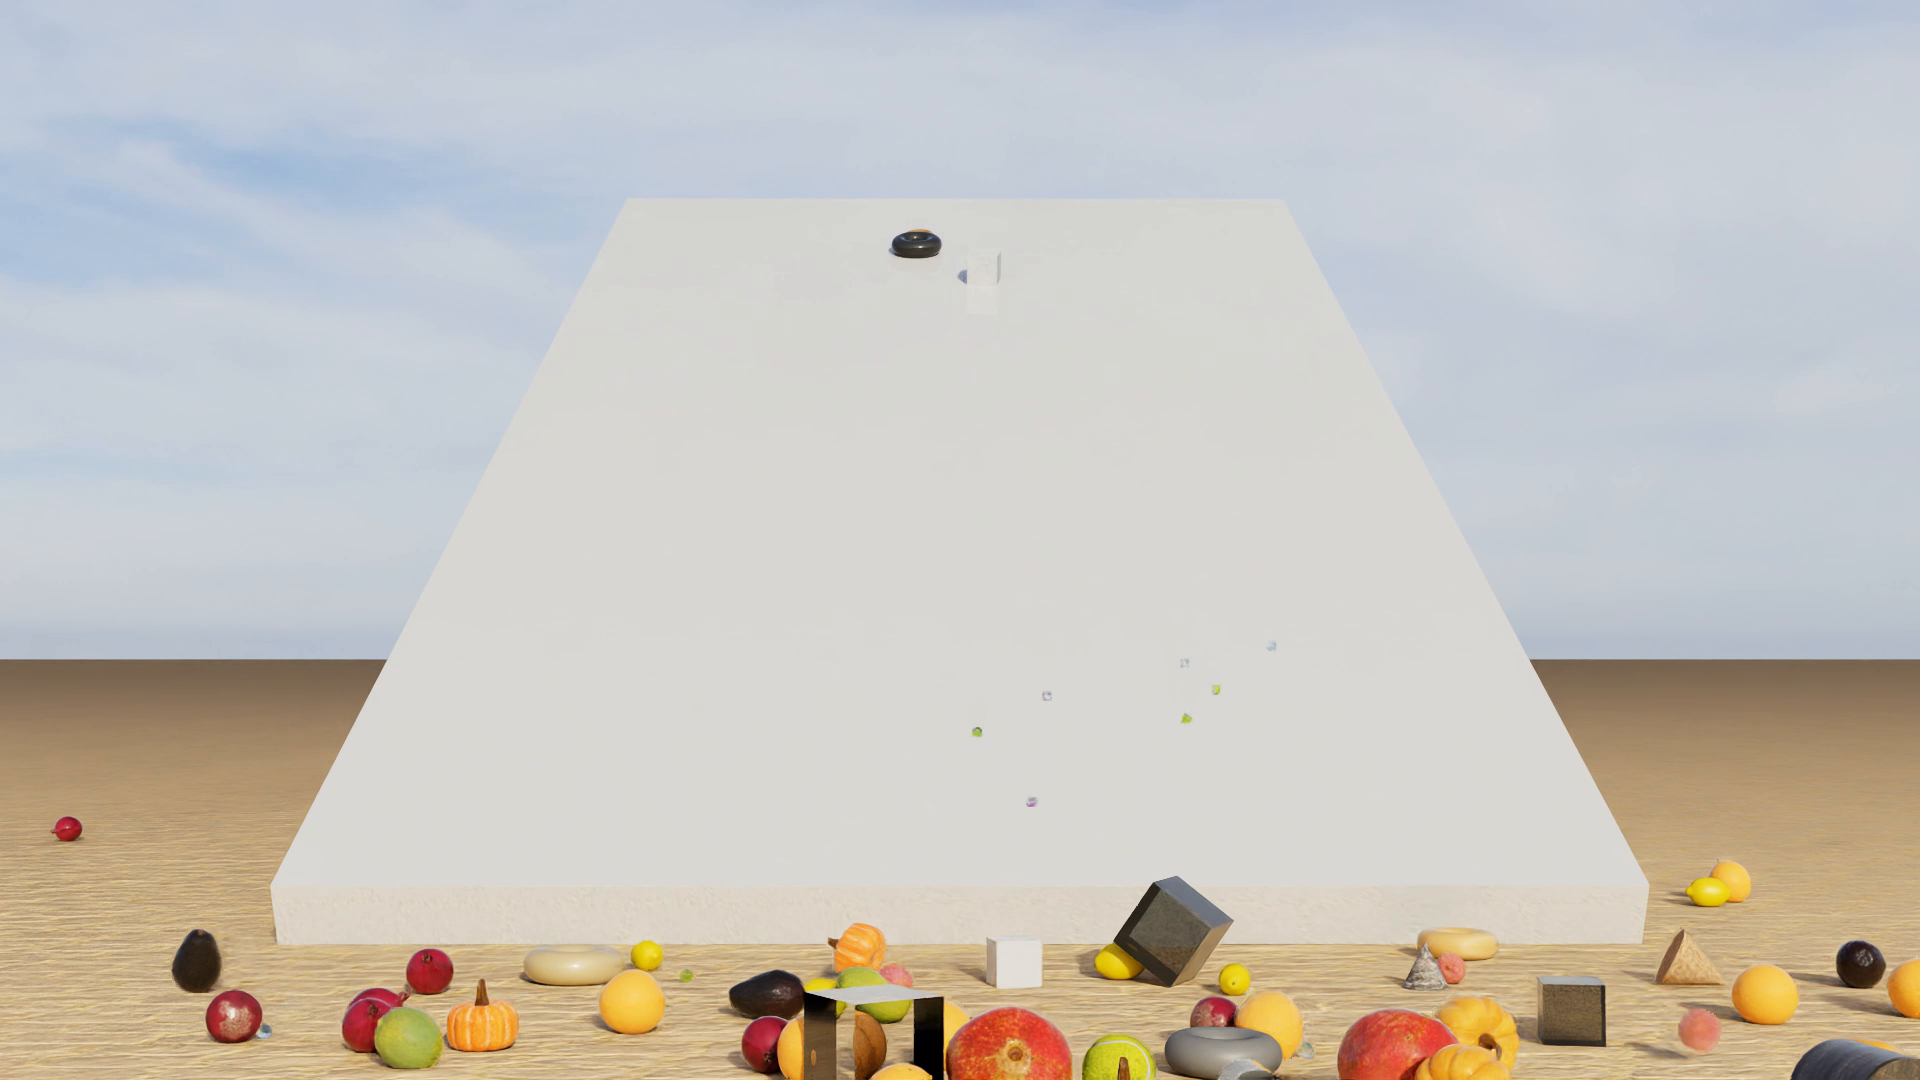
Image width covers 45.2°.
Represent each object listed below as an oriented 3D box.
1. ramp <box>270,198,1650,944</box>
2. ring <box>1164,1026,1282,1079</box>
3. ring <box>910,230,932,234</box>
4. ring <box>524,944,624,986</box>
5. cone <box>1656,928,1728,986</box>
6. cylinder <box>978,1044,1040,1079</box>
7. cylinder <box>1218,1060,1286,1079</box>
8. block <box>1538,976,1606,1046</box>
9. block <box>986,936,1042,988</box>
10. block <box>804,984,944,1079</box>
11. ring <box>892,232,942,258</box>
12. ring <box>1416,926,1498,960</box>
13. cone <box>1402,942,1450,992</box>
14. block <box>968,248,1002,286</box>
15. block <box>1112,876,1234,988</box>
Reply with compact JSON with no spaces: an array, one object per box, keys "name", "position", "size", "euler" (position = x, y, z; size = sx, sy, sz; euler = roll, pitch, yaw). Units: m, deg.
[{"name":"ramp","position":[-0.007,-0.224,5.209],"size":[2.000,0.100,4.000],"euler":[0,23,0]},{"name":"ring","position":[0.268,0.523,2.352],"size":[0.120,0.040,0.120],"euler":[1,-3,0]},{"name":"ring","position":[-0.117,-0.862,6.568],"size":[0.089,0.030,0.089],"euler":[-1,23,1]},{"name":"ring","position":[-0.503,0.553,3.006],"size":[0.130,0.043,0.130],"euler":[1,-3,0]},{"name":"cone","position":[0.952,0.555,2.971],"size":[0.079,0.079,0.079],"euler":[27,2,11]},{"name":"cylinder","position":[0.046,0.504,2.156],"size":[0.058,0.058,0.058],"euler":[0,-3,0]},{"name":"cylinder","position":[0.264,0.503,2.094],"size":[0.054,0.054,0.054],"euler":[1,-20,-14]},{"name":"block","position":[0.673,0.519,2.542],"size":[0.066,0.066,0.066],"euler":[0,-3,9]},{"name":"block","position":[0.069,0.544,2.973],"size":[0.059,0.059,0.059],"euler":[1,-3,-13]},{"name":"block","position":[-0.083,0.487,2.223],"size":[0.098,0.098,0.098],"euler":[2,-3,-33]},{"name":"ring","position":[-0.121,-0.827,6.462],"size":[0.143,0.048,0.143],"euler":[-1,24,0]},{"name":"ring","position":[0.700,0.568,3.246],"size":[0.114,0.038,0.114],"euler":[1,-3,0]},{"name":"cone","position":[0.595,0.542,2.946],"size":[0.059,0.059,0.059],"euler":[0,-3,0]},{"name":"block","position":[0.065,-0.733,6.194],"size":[0.080,0.080,0.080],"euler":[4,23,8]},{"name":"block","position":[0.277,0.507,2.994],"size":[0.096,0.096,0.096],"euler":[37,12,21]}]
